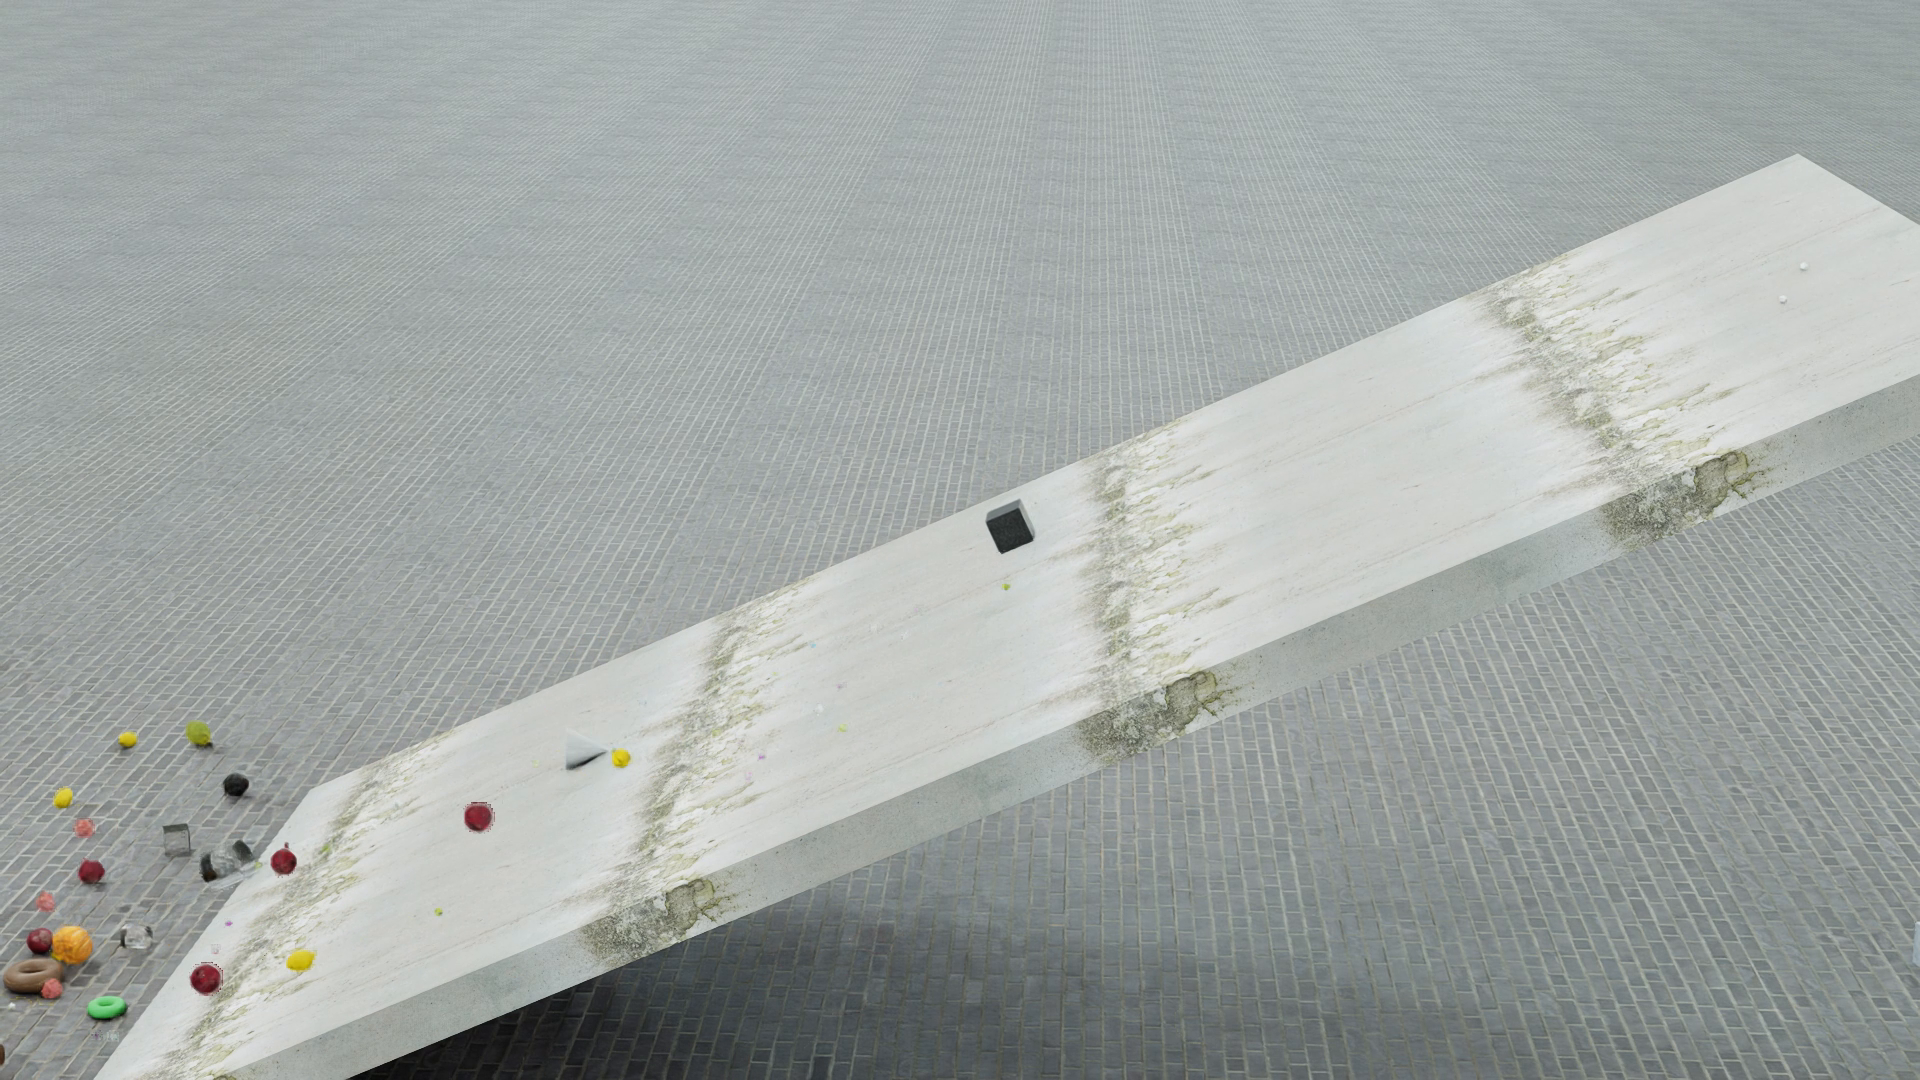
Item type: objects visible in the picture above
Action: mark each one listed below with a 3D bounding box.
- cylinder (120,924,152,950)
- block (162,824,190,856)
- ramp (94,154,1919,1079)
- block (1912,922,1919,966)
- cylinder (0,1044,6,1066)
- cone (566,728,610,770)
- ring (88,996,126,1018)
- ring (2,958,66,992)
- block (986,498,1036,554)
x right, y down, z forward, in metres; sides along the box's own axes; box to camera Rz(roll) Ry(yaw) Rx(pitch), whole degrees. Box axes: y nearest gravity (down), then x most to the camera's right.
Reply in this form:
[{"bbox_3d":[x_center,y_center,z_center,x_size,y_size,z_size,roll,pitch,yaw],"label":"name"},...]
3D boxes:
[{"bbox_3d":[-1.894,0.914,6.764,0.055,0.055,0.055,1,15,5],"label":"cylinder"},{"bbox_3d":[-1.959,0.750,7.353,0.061,0.061,0.061,-5,16,-19],"label":"block"},{"bbox_3d":[0.133,0.170,6.284,4.000,0.100,2.000,-23,13,9],"label":"ramp"},{"bbox_3d":[2.225,0.924,6.648,0.096,0.096,0.096,-3,15,-11],"label":"block"},{"bbox_3d":[-2.042,1.075,6.159,0.060,0.060,0.060,12,19,37],"label":"cylinder"},{"bbox_3d":[-0.828,0.468,6.560,0.097,0.097,0.097,3,15,-6],"label":"cone"},{"bbox_3d":[-1.863,1.021,6.423,0.082,0.027,0.082,1,15,0],"label":"ring"},{"bbox_3d":[-2.067,0.973,6.567,0.134,0.045,0.134,0,14,0],"label":"ring"},{"bbox_3d":[0.115,-0.031,6.702,0.084,0.084,0.084,-23,13,10],"label":"block"}]
